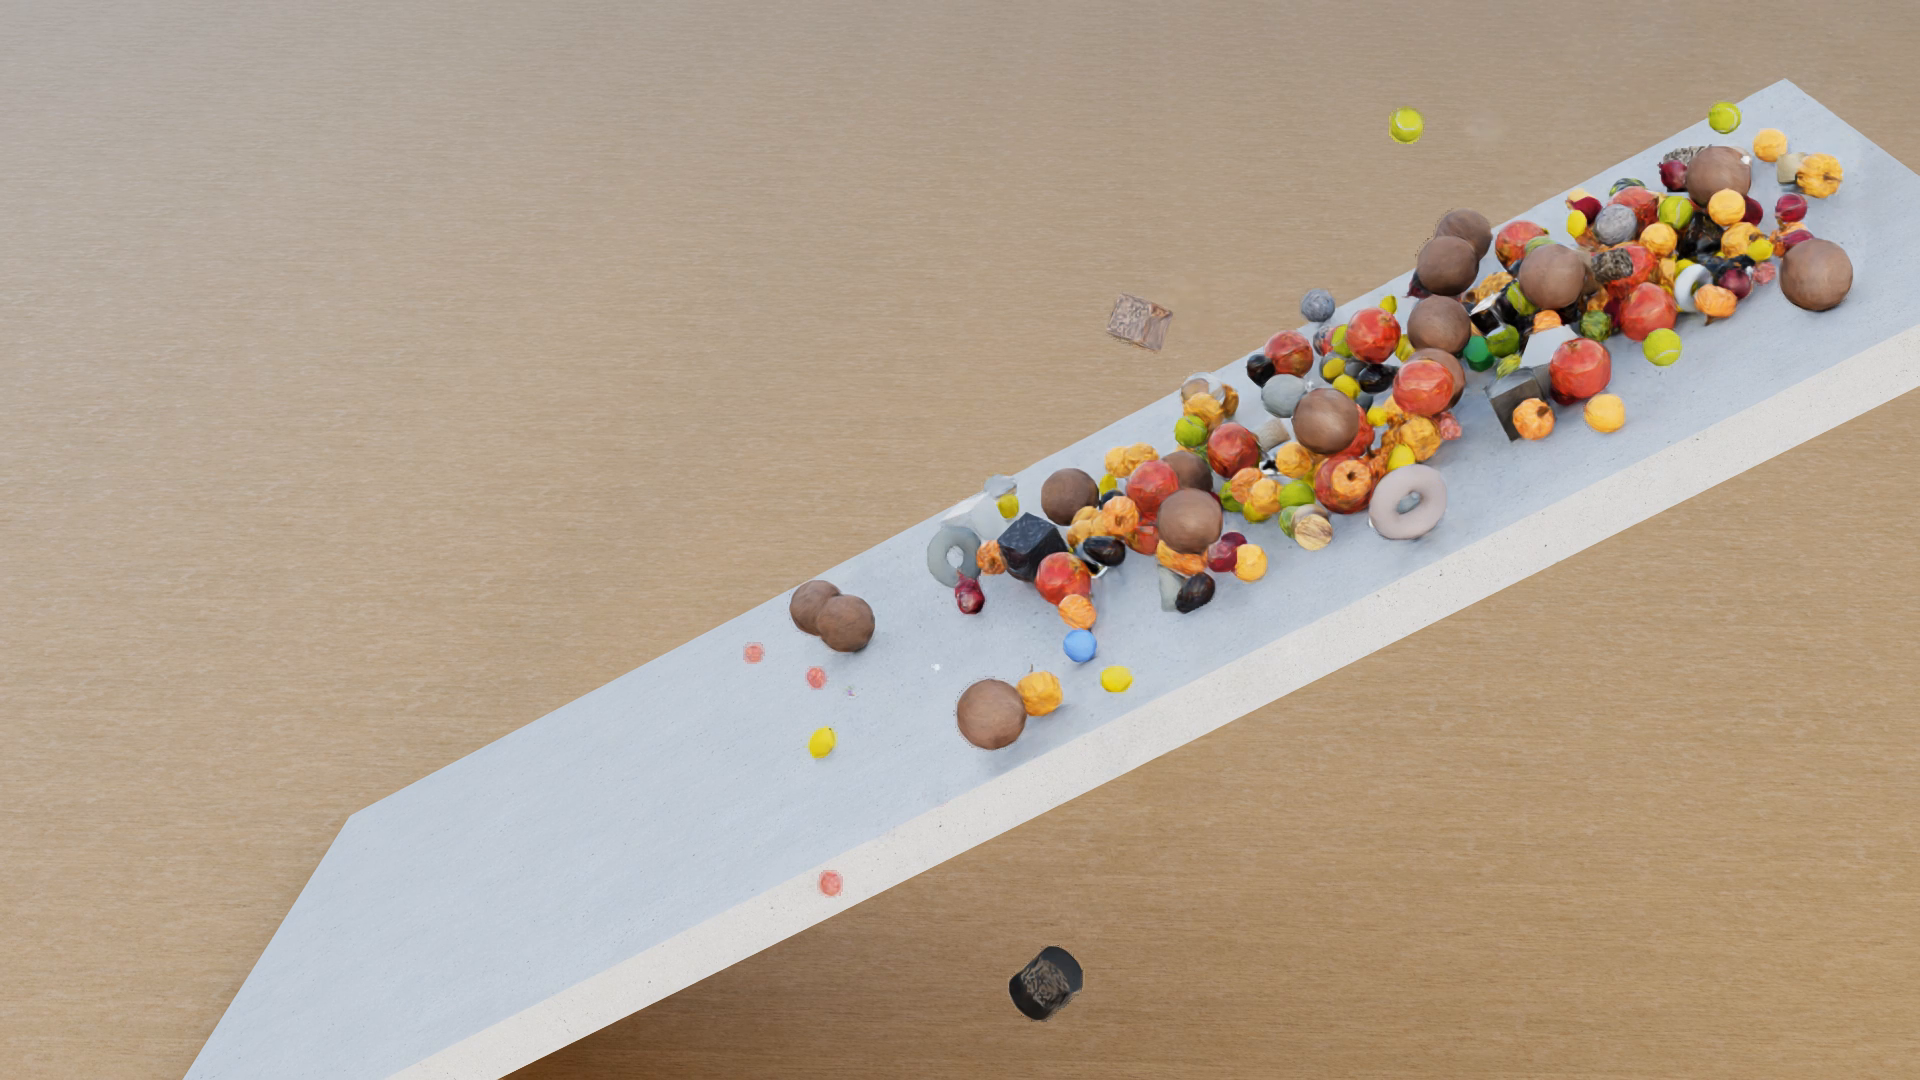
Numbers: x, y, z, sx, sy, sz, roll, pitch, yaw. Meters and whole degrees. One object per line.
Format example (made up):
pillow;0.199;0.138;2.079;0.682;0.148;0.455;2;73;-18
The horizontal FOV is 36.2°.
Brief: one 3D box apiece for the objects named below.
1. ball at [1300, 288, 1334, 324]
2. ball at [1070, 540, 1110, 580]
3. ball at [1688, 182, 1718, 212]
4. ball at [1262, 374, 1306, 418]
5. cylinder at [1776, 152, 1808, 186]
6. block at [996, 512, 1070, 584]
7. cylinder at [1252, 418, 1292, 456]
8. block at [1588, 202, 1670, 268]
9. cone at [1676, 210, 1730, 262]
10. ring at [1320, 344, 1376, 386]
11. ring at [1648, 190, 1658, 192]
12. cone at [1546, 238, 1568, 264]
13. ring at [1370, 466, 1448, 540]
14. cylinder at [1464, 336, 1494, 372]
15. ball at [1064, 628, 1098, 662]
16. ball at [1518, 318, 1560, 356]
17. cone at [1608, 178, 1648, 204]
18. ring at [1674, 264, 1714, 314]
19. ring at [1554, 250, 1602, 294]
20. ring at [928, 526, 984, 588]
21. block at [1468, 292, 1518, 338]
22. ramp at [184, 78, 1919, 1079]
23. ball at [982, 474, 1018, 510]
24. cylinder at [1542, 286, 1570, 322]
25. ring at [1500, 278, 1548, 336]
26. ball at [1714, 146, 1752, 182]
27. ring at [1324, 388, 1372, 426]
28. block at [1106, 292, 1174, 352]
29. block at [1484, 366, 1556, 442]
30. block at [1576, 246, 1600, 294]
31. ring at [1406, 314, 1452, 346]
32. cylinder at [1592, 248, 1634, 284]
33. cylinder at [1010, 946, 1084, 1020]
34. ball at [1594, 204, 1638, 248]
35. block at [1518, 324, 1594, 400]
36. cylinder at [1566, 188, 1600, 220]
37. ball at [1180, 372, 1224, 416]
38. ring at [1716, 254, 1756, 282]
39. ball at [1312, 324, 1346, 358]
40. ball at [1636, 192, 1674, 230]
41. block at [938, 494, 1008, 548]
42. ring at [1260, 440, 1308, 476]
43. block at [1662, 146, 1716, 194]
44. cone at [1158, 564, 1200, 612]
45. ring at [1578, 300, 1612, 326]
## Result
ball;0.852;-0.557;7.001;0.081;0.081;0.081;0;18;0
ball;0.270;0.041;6.093;0.081;0.081;0.081;0;18;0
ball;1.567;-0.724;6.200;0.060;0.060;0.060;0;18;0
ball;0.656;-0.292;5.957;0.091;0.091;0.091;0;18;0
cylinder;1.701;-0.758;6.012;0.059;0.059;0.059;-4;1;0
block;0.153;0.017;6.137;0.093;0.093;0.093;-45;42;-19
cylinder;0.662;-0.220;6.242;0.065;0.065;0.065;-30;19;3
block;1.399;-0.636;6.149;0.100;0.100;0.100;-32;14;-8
cone;1.448;-0.582;5.806;0.098;0.098;0.098;28;37;-23
ring;0.832;-0.377;6.315;0.126;0.126;0.042;-6;59;-17
ring;1.485;-0.729;6.431;0.111;0.037;0.111;-27;13;7
cone;1.238;-0.584;6.030;0.054;0.054;0.054;-9;26;-26
ring;0.803;-0.066;5.268;0.150;0.150;0.050;-6;31;-17
cylinder;1.056;-0.380;5.984;0.057;0.057;0.057;6;-16;19
ball;0.231;0.203;5.644;0.065;0.065;0.065;0;18;0
ball;1.149;-0.388;5.796;0.096;0.096;0.096;0;18;0
cone;1.419;-0.718;6.245;0.083;0.083;0.083;3;23;10
ring;1.398;-0.479;5.602;0.094;0.094;0.031;-11;20;-31
ring;1.222;-0.529;5.808;0.106;0.106;0.035;13;54;34
ring;-0.010;0.038;6.536;0.139;0.139;0.046;-9;2;-26
block;1.027;-0.434;5.663;0.056;0.056;0.056;-47;15;-34
ramp;0.141;0.167;6.282;4.000;0.100;2.000;-27;14;11
ball;0.094;-0.115;6.973;0.083;0.083;0.083;0;18;0
cylinder;1.203;-0.479;6.026;0.070;0.070;0.070;-8;12;27
ring;1.127;-0.469;5.923;0.131;0.131;0.044;-10;32;-30
ball;1.648;-0.800;6.268;0.078;0.078;0.078;0;18;0
ring;0.818;-0.281;6.203;0.115;0.038;0.115;-28;14;8
block;0.389;-0.471;6.368;0.091;0.091;0.091;20;-1;36
block;1.054;-0.257;5.540;0.093;0.093;0.093;-28;14;9
block;1.289;-0.557;6.044;0.068;0.068;0.068;41;-2;-14
ring;1.023;-0.458;6.410;0.109;0.036;0.109;-28;10;6
cylinder;1.250;-0.526;5.638;0.057;0.057;0.057;-15;5;40
cylinder;0.147;0.756;5.020;0.091;0.091;0.091;28;36;-23
ball;1.324;-0.633;5.936;0.088;0.088;0.088;0;18;0
block;1.137;-0.339;5.608;0.090;0.090;0.090;-15;43;46
cylinder;1.368;-0.739;6.463;0.052;0.052;0.052;-9;32;-25
ball;0.539;-0.324;6.546;0.100;0.100;0.100;0;18;0
ring;1.478;-0.517;5.601;0.079;0.026;0.079;-20;-20;-8
ball;0.838;-0.449;6.667;0.077;0.077;0.077;0;18;0
ball;1.464;-0.693;6.207;0.086;0.086;0.086;0;18;0
block;0.032;-0.034;6.777;0.095;0.095;0.095;-19;16;42
ring;0.674;-0.171;6.113;0.112;0.037;0.112;-28;15;9
block;1.568;-0.798;6.326;0.079;0.079;0.079;-7;-6;-9
cone;0.403;0.079;5.663;0.087;0.087;0.087;-31;20;13
ring;1.277;-0.456;5.919;0.075;0.025;0.075;-32;11;7
